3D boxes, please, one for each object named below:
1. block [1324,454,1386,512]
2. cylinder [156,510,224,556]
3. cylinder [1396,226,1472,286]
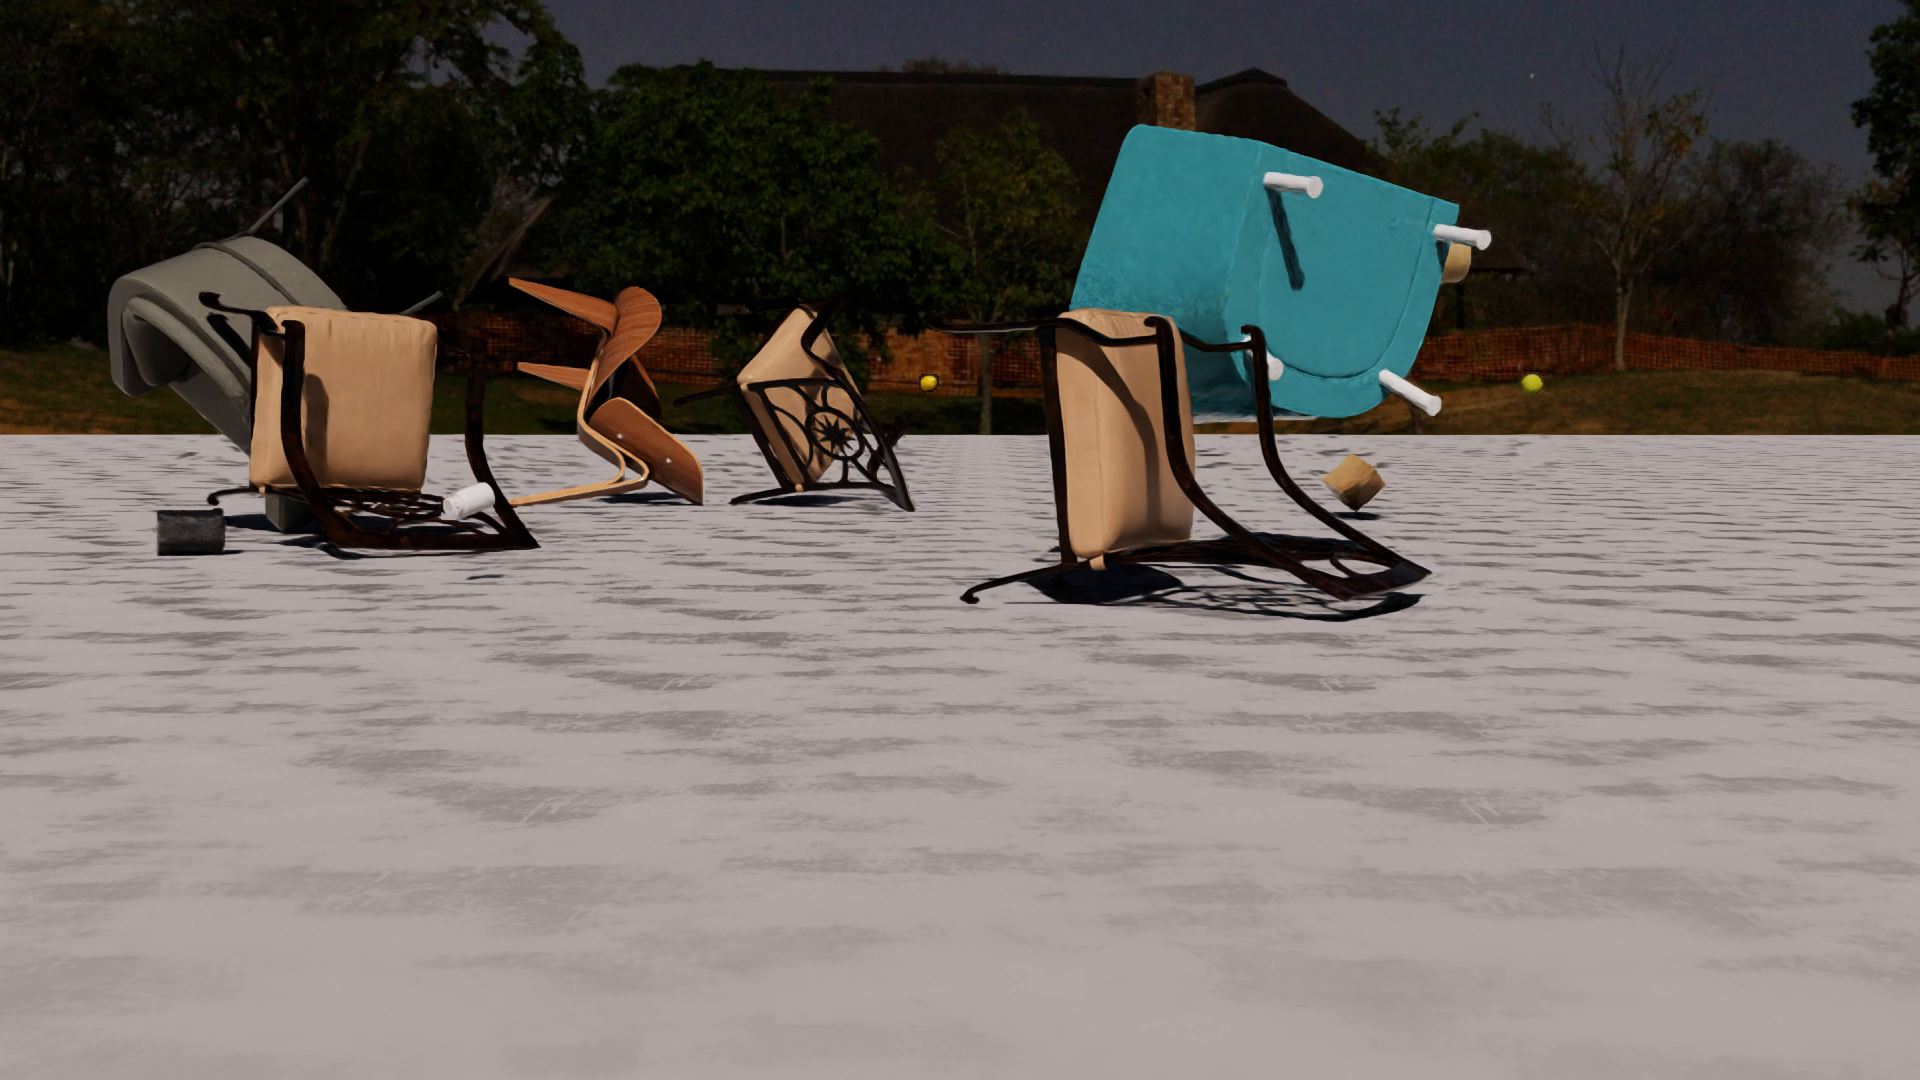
[{"bbox_3d":[1.394,-0.203,7.775,0.101,0.142,0.134,49,-3,-35],"label":"block"},{"bbox_3d":[-2.079,-0.021,5.938,0.166,0.116,0.184,-2,-13,-22],"label":"cylinder"},{"bbox_3d":[1.442,-0.865,6.690,0.156,0.172,0.162,-9,9,-23],"label":"cylinder"}]
